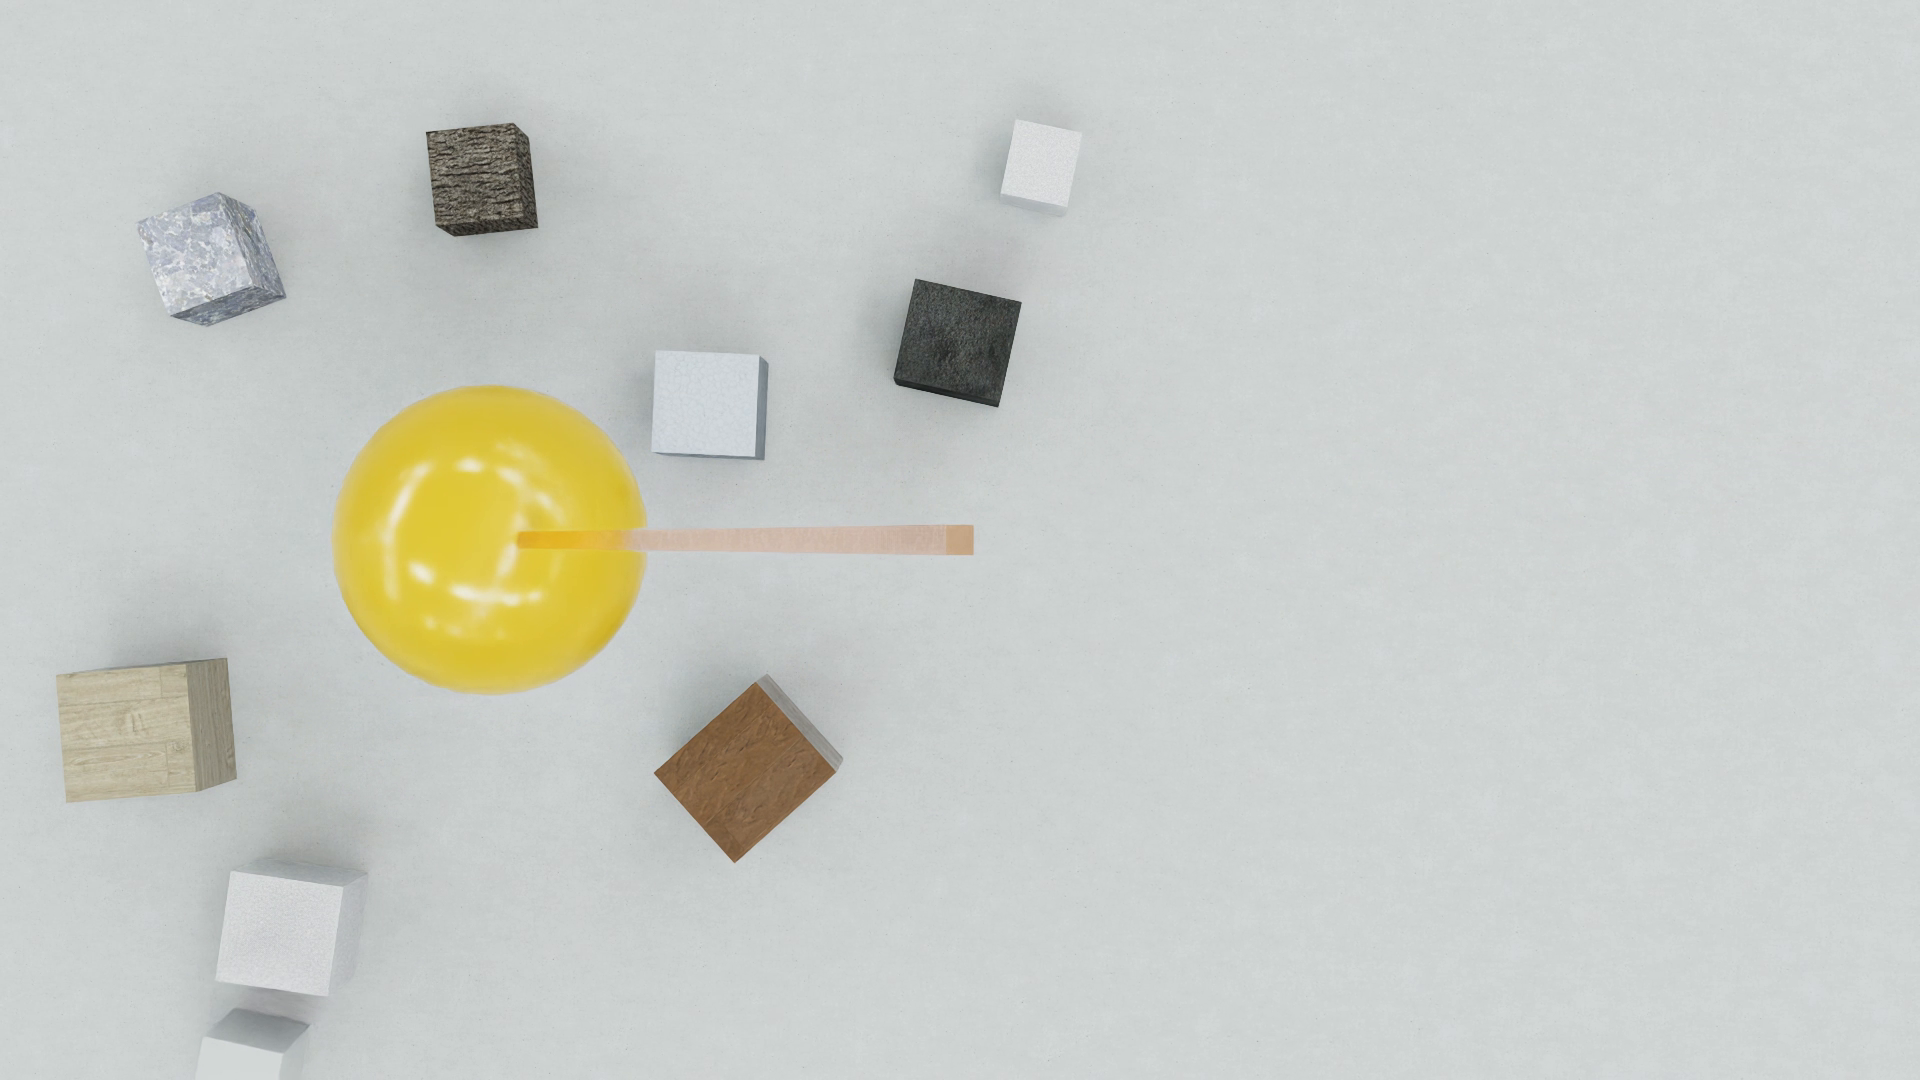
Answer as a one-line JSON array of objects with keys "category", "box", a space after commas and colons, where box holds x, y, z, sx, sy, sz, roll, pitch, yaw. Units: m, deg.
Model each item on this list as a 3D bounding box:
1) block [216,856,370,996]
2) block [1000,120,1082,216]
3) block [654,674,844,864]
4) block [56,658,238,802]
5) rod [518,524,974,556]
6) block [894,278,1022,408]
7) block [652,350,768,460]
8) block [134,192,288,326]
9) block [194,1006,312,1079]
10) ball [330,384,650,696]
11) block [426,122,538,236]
[{"category": "block", "box": [-3.853, 2.229, 12.722, 0.643, 0.555, 0.626, 8, 90, 0]}, {"category": "block", "box": [0.468, -2.164, 12.810, 0.390, 0.379, 0.433, 12, 90, 0]}, {"category": "block", "box": [-1.197, 1.296, 12.623, 0.764, 0.754, 0.678, -42, 90, 0]}, {"category": "block", "box": [-4.666, 1.083, 12.650, 0.729, 0.700, 0.718, -5, 90, 0]}, {"category": "rod", "box": [-1.039, 0.000, 8.165, 0.080, 5.200, 0.080, 0, 90, -24]}, {"category": "block", "box": [-0.013, -1.130, 12.705, 0.618, 0.590, 0.574, 12, 90, 0]}, {"category": "block", "box": [-1.434, -0.769, 12.689, 0.583, 0.622, 0.574, 3, 90, 0]}, {"category": "block", "box": [-4.309, -1.609, 12.683, 0.506, 0.634, 0.560, -20, 90, 0]}, {"category": "block", "box": [-4.098, 3.034, 12.723, 0.463, 0.509, 0.421, 13, 97, 0]}, {"category": "ball", "box": [-2.399, 0.000, 11.281, 1.600, 1.600, 1.600, 0, 90, 0]}, {"category": "block", "box": [-2.769, -2.086, 12.769, 0.501, 0.461, 0.539, -6, 90, 0]}]
